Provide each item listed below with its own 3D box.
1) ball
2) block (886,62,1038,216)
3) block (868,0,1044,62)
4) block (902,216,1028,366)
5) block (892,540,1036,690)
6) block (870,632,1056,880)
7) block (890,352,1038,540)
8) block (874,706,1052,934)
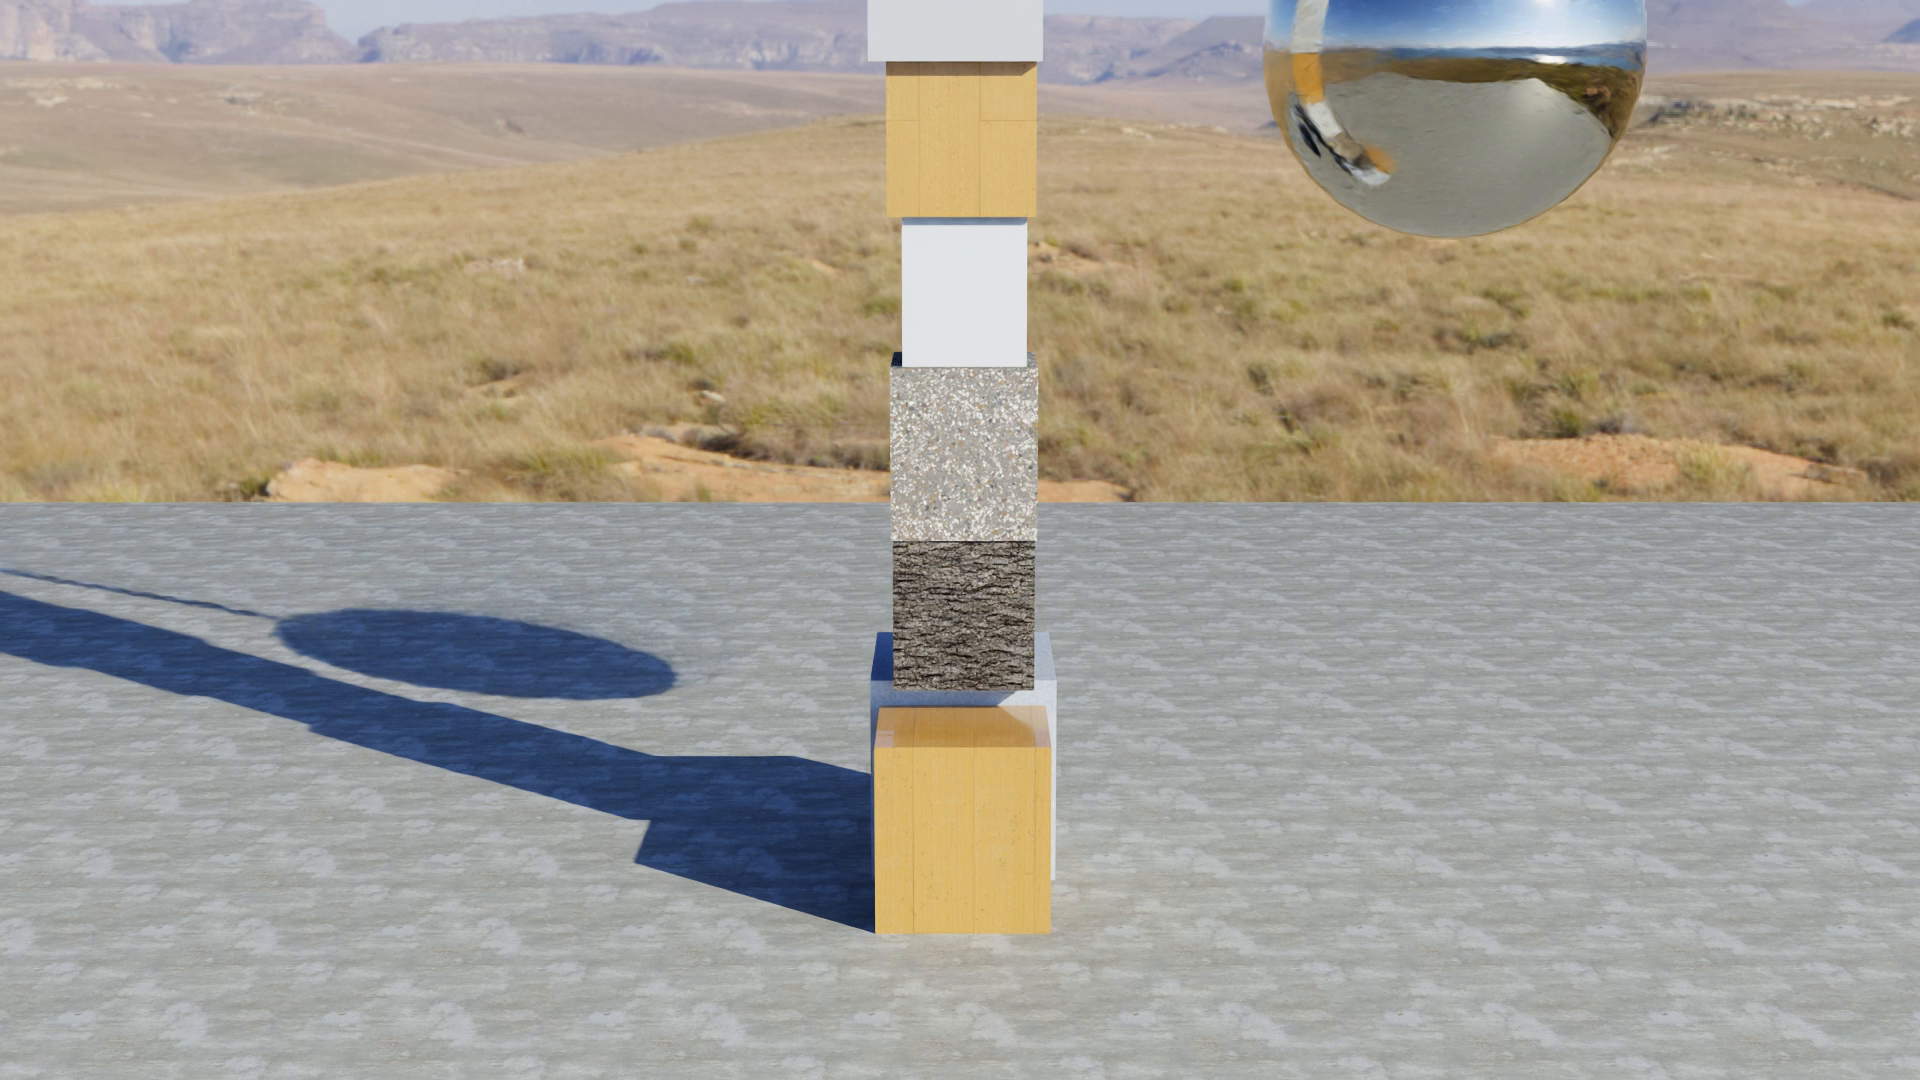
[{"bbox_3d":[2.074,-2.073,10.804,1.600,1.600,1.600,0,10,0],"label":"ball"},{"bbox_3d":[0.006,-1.704,10.870,0.619,0.634,0.607,0,10,0],"label":"block"},{"bbox_3d":[-0.019,-2.414,10.741,0.713,0.808,0.753,0,10,0],"label":"block"},{"bbox_3d":[0.019,-1.084,10.983,0.523,0.628,0.512,0,10,0],"label":"block"},{"bbox_3d":[0.017,0.267,11.229,0.602,0.653,0.631,0,10,0],"label":"block"},{"bbox_3d":[0.015,0.968,11.722,0.810,0.902,0.984,0,10,0],"label":"block"},{"bbox_3d":[0.017,-0.415,11.105,0.619,0.732,0.658,0,10,0],"label":"block"},{"bbox_3d":[0.012,1.174,10.889,0.723,0.794,0.710,0,10,0],"label":"block"}]
